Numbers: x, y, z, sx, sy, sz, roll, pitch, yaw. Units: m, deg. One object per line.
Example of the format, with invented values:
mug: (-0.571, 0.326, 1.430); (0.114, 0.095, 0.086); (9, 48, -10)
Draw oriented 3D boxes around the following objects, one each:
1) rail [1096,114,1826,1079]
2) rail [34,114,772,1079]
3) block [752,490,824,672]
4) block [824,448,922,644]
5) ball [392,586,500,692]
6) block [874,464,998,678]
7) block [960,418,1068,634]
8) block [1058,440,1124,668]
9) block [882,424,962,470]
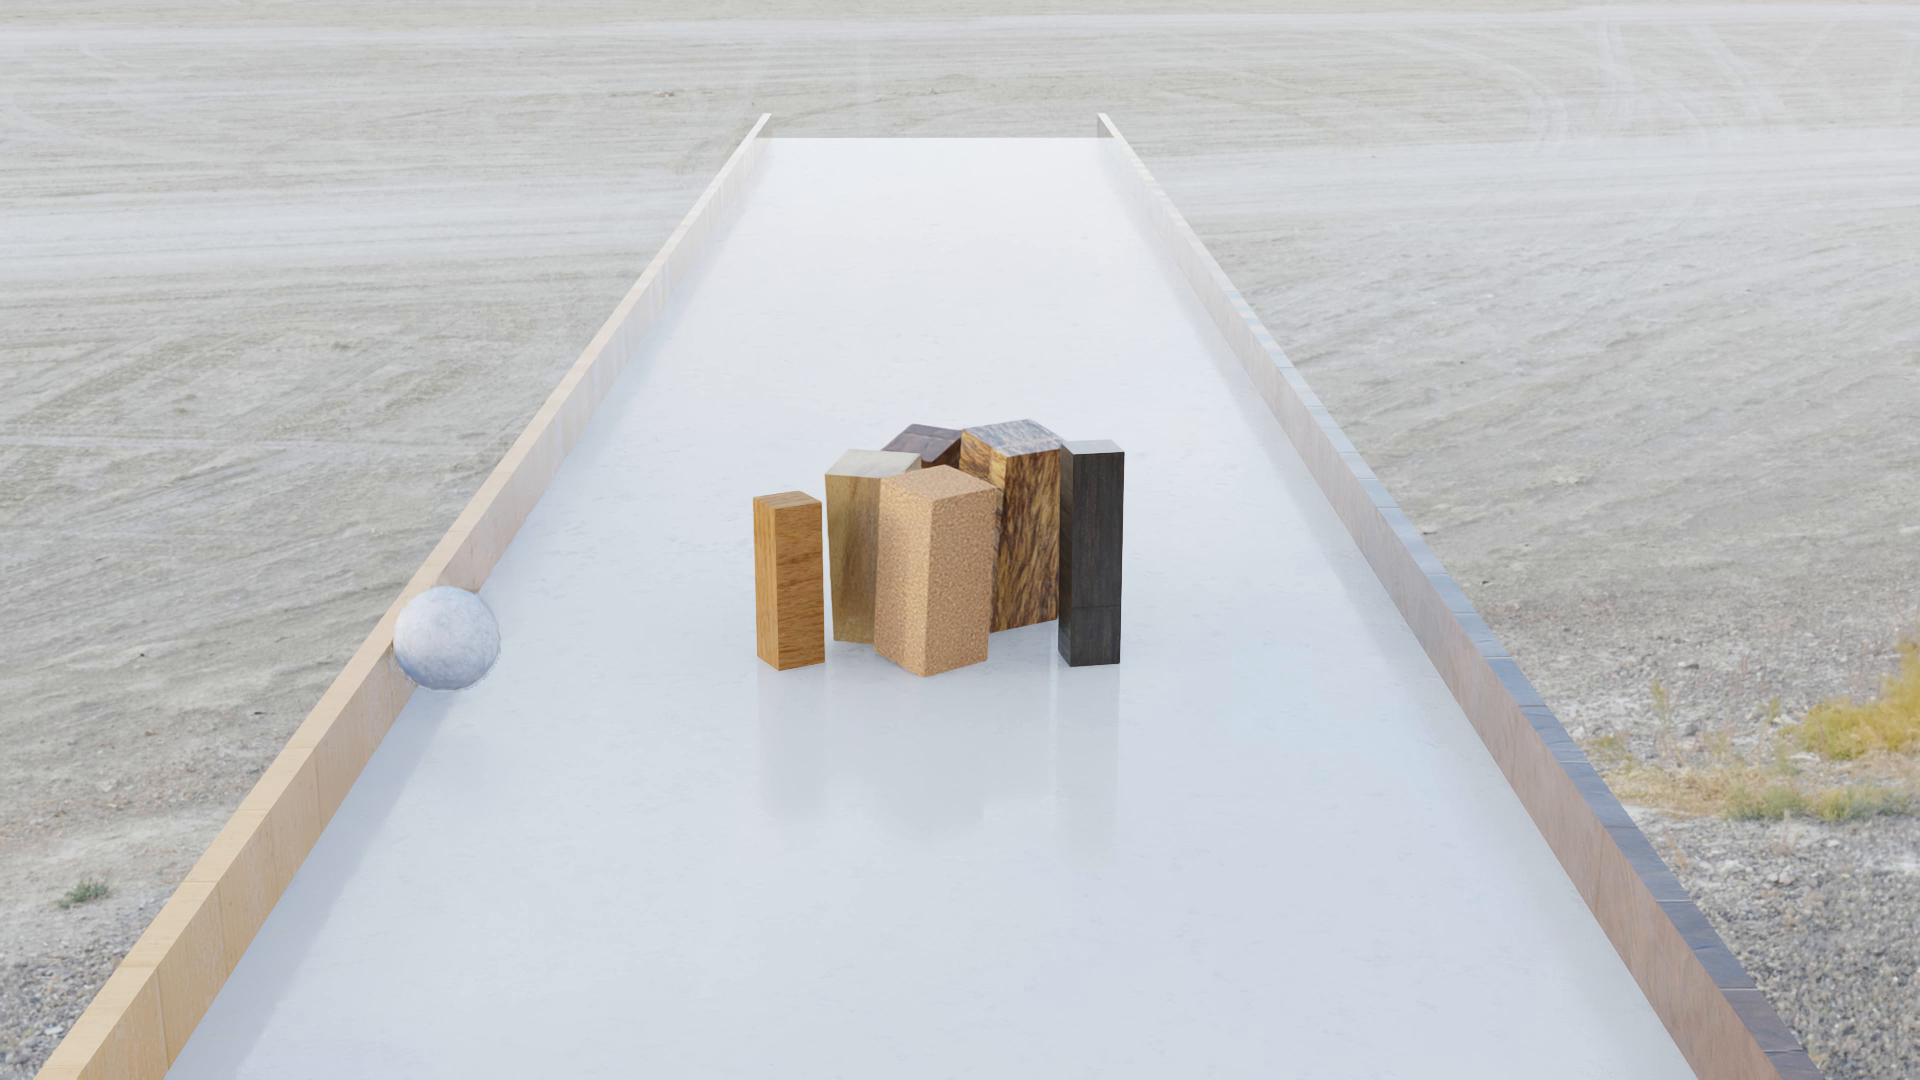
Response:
rail: (0.932, -0.844, 7.801); (0.050, 0.150, 12.000); (0, 17, -1)
rail: (-1.118, -0.838, 7.780); (0.050, 0.150, 12.000); (0, 17, -1)
block: (-0.340, 0.080, 4.373); (0.102, 0.333, 0.102); (-9, 19, -28)
block: (-0.171, 0.016, 4.508); (0.154, 0.366, 0.154); (5, 23, 15)
ball: (-0.954, 0.184, 4.090); (0.194, 0.194, 0.194); (0, 17, 0)
block: (-0.050, 0.060, 4.359); (0.162, 0.368, 0.162); (-13, 25, -37)
block: (0.106, -0.031, 4.603); (0.169, 0.395, 0.169); (-10, 28, -31)
block: (0.259, 0.026, 4.371); (0.103, 0.437, 0.103); (-3, 17, -11)
block: (-0.054, -0.051, 4.722); (0.139, 0.361, 0.139); (10, 35, 31)
